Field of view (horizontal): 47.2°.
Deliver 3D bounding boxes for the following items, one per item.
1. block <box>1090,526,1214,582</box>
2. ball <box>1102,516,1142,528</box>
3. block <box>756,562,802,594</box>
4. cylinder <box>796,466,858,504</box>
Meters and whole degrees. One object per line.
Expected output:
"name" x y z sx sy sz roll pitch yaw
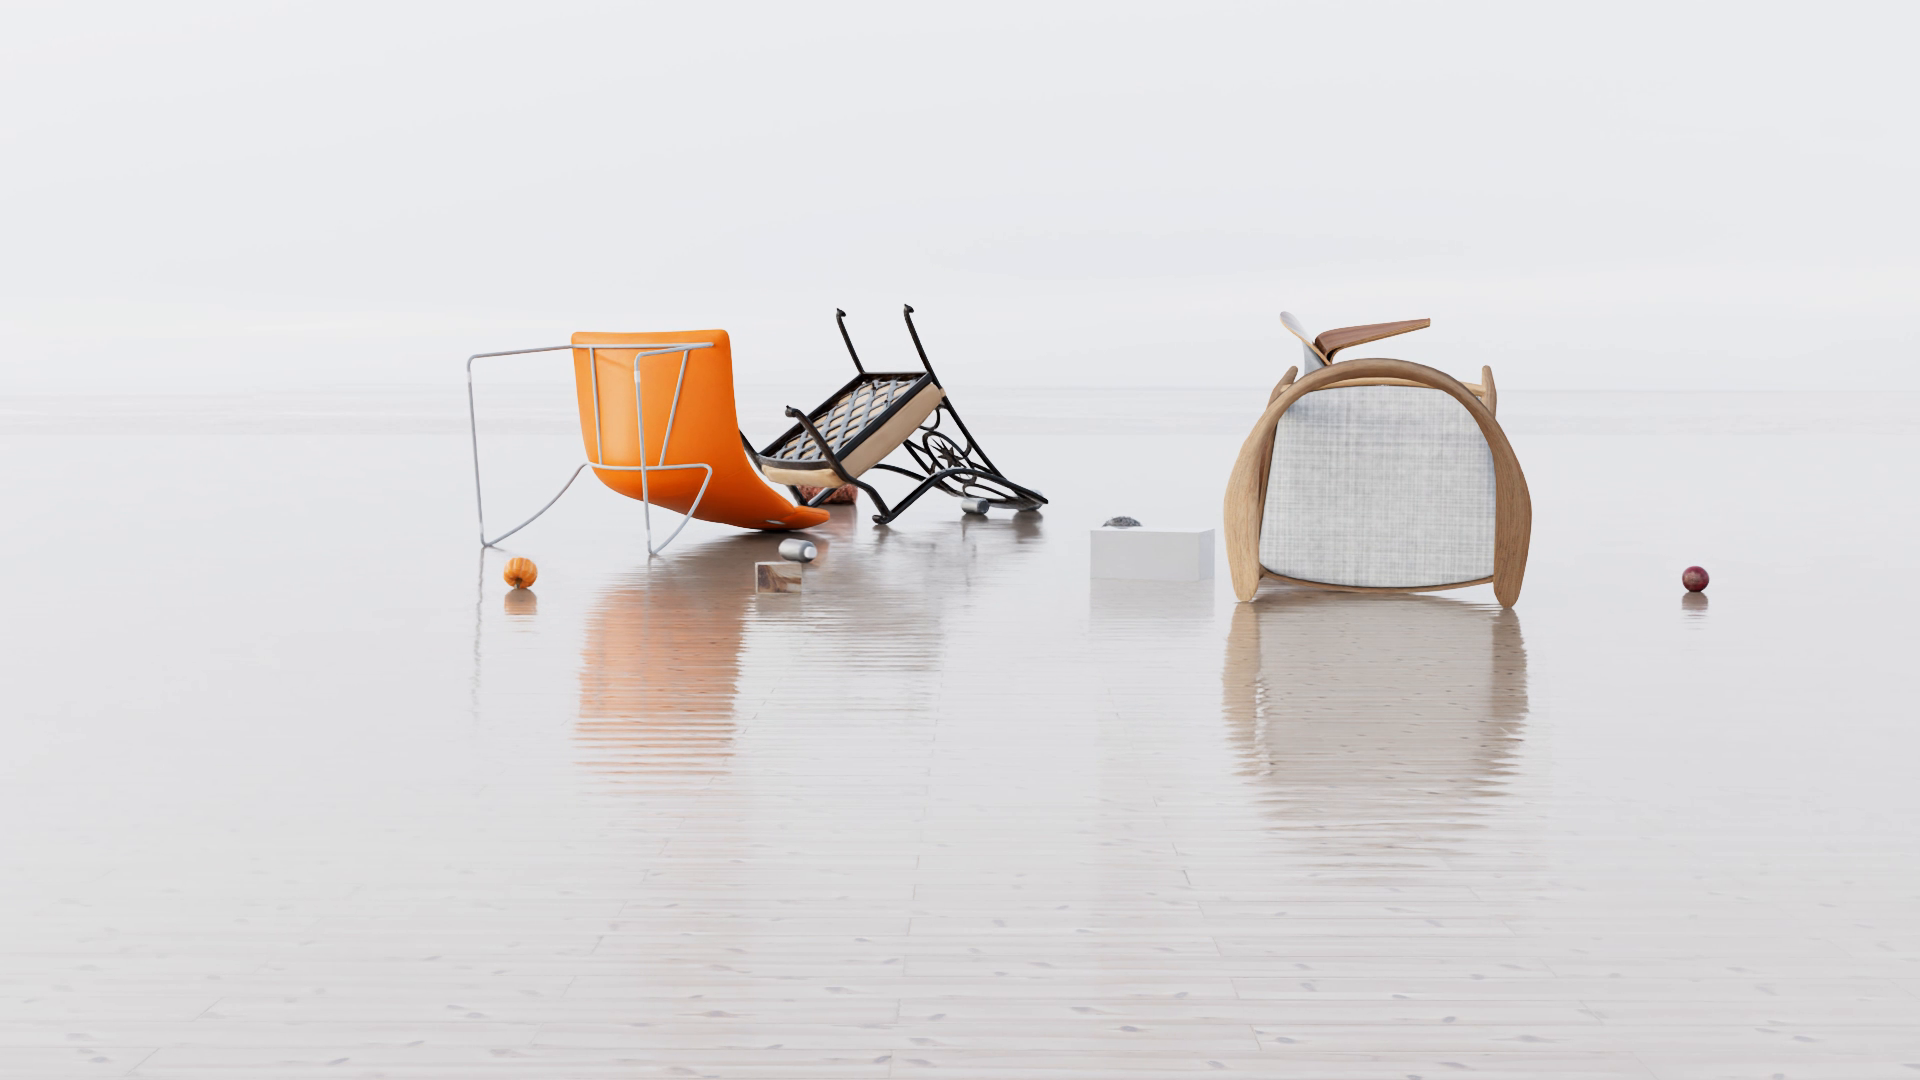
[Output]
"block" 0.461 0.031 5.259 0.265 0.114 0.161 1 4 20
"ball" 0.408 0.005 5.515 0.131 0.131 0.131 0 4 0
"block" -0.401 0.083 4.851 0.095 0.066 0.075 -1 4 -10
"cylinder" -0.518 -0.213 8.569 0.218 0.136 0.167 0 -32 7
